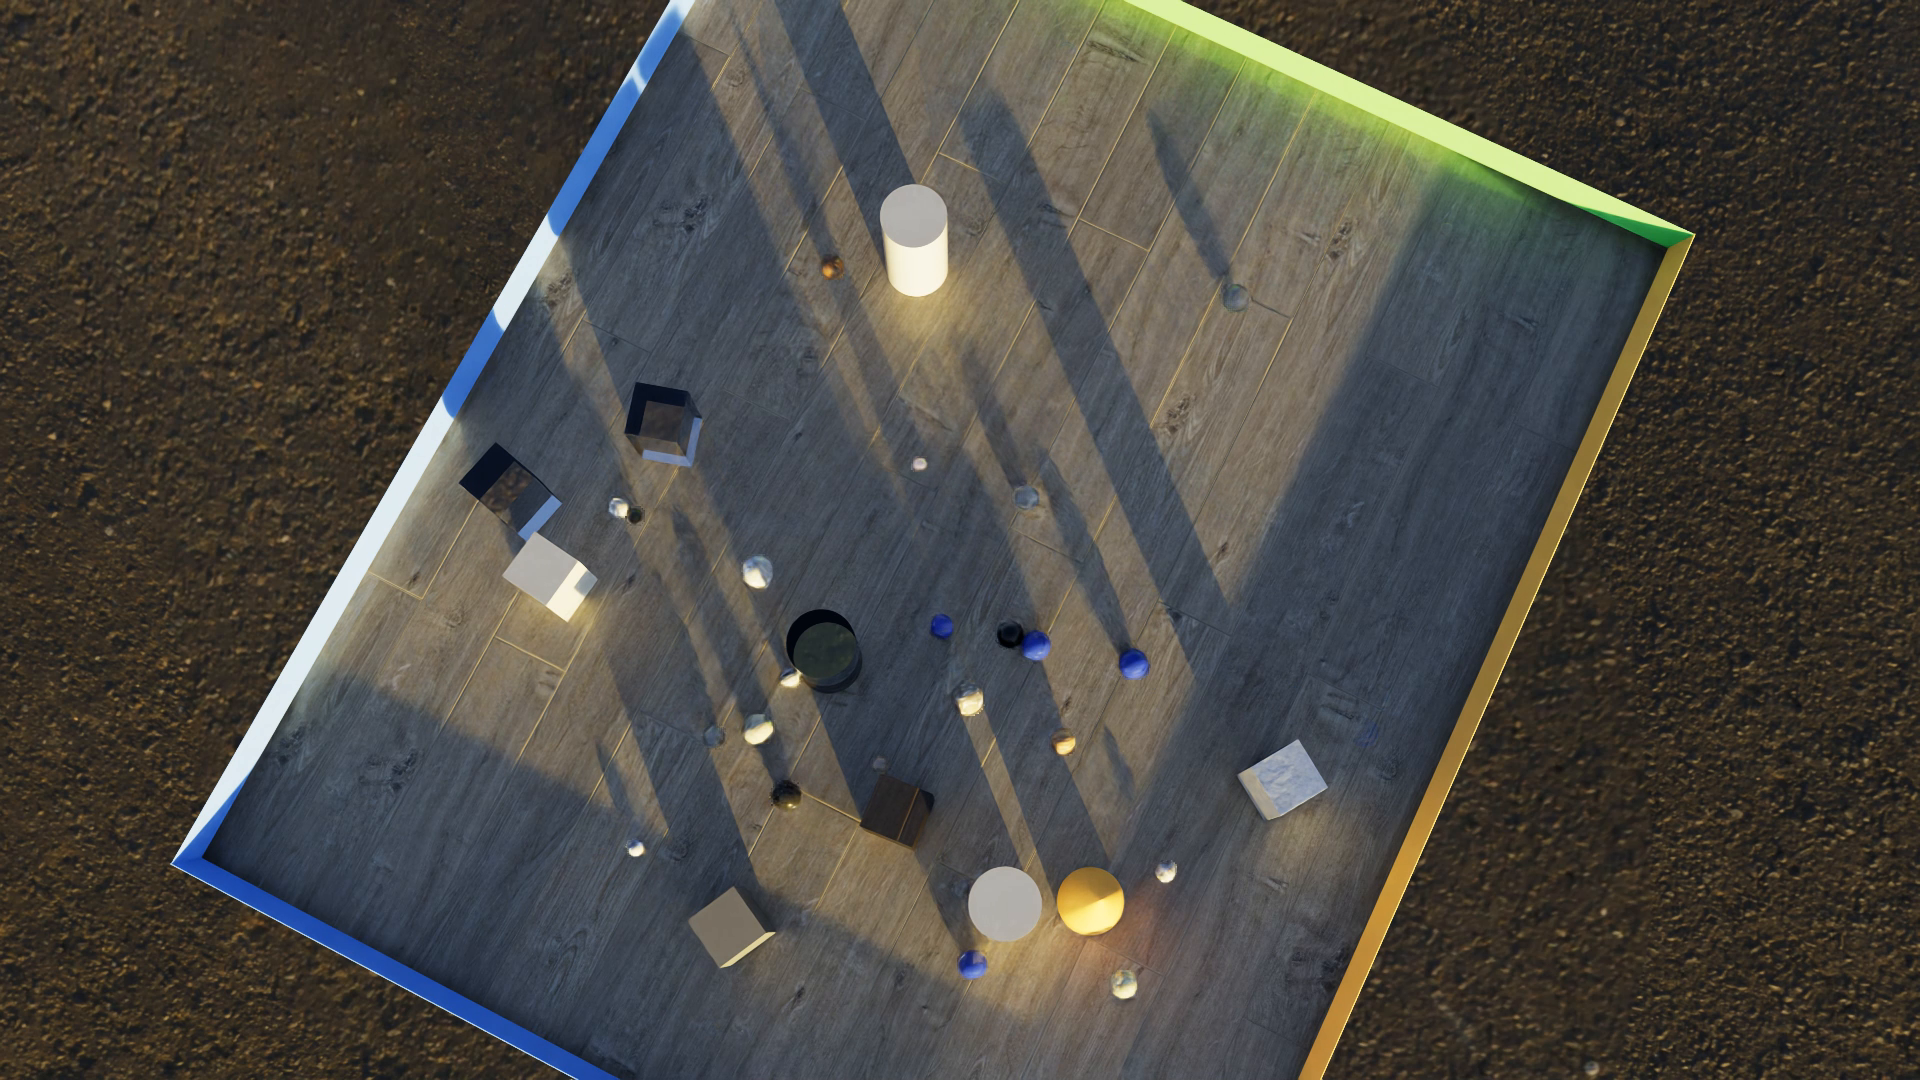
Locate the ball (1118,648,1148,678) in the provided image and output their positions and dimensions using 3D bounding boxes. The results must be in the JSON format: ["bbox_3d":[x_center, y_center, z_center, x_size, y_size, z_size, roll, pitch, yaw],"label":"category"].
[{"bbox_3d":[0.519,0.371,5.494,0.091,0.091,0.091,0,78,0],"label":"ball"}]

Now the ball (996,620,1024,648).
[{"bbox_3d":[0.150,0.284,5.516,0.083,0.083,0.083,0,78,0],"label":"ball"}]

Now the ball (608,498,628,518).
[{"bbox_3d":[-1.044,-0.099,5.607,0.060,0.060,0.060,0,78,0],"label":"ball"}]

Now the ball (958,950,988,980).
[{"bbox_3d":[0.037,1.232,5.319,0.084,0.084,0.084,0,78,0],"label":"ball"}]

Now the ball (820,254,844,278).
[{"bbox_3d":[-0.402,-0.860,5.757,0.074,0.074,0.074,0,78,0],"label":"ball"}]

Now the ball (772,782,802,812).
[{"bbox_3d":[-0.511,0.759,5.415,0.088,0.088,0.088,0,78,0],"label":"ball"}]

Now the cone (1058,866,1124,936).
[{"bbox_3d":[0.385,1.022,5.200,0.198,0.402,0.198,0,78,0],"label":"cone"}]

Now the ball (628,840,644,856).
[{"bbox_3d":[-0.956,0.909,5.405,0.046,0.046,0.046,0,78,0],"label":"ball"}]

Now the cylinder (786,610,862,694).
[{"bbox_3d":[-0.394,0.329,5.366,0.198,0.357,0.198,0,78,0],"label":"cylinder"}]

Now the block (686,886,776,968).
[{"bbox_3d":[-0.648,1.105,5.236,0.159,0.298,0.159,-36,81,-7],"label":"block"}]

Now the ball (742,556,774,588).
[{"bbox_3d":[-0.612,0.096,5.548,0.095,0.095,0.095,0,78,0],"label":"ball"}]

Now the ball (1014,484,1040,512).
[{"bbox_3d":[0.203,-0.128,5.602,0.080,0.080,0.080,0,78,0],"label":"ball"}]

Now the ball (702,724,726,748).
[{"bbox_3d":[-0.733,0.586,5.459,0.071,0.071,0.071,0,78,0],"label":"ball"}]

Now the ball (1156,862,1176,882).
[{"bbox_3d":[0.604,0.975,5.385,0.058,0.058,0.058,0,78,0],"label":"ball"}]

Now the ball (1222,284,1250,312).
[{"bbox_3d":[0.862,-0.754,5.728,0.088,0.088,0.088,0,78,0],"label":"ball"}]

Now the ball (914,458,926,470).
[{"bbox_3d":[-0.123,-0.234,5.644,0.041,0.041,0.041,0,78,0],"label":"ball"}]

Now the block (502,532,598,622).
[{"bbox_3d":[-1.215,0.112,5.445,0.159,0.291,0.159,33,80,6],"label":"block"}]

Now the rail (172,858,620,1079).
[{"bbox_3d":[-0.830,1.633,5.212,3.219,0.129,0.045,26,80,5],"label":"rail"}]

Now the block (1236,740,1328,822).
[{"bbox_3d":[0.933,0.700,5.327,0.159,0.283,0.159,-30,80,-6],"label":"block"}]

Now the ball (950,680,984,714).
[{"bbox_3d":[0.021,0.470,5.469,0.099,0.099,0.099,0,78,0],"label":"ball"}]

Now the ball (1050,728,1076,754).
[{"bbox_3d":[0.305,0.600,5.454,0.075,0.075,0.075,0,78,0],"label":"ball"}]

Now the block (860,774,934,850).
[{"bbox_3d":[-0.179,0.789,5.291,0.159,0.318,0.159,21,79,4],"label":"block"}]

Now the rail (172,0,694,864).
[{"bbox_3d":[-1.418,-0.688,5.692,0.045,0.129,3.761,26,80,5],"label":"rail"}]

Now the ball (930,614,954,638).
[{"bbox_3d":[-0.054,0.260,5.527,0.071,0.071,0.071,0,78,0],"label":"ball"}]

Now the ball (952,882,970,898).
[{"bbox_3d":[0.002,1.027,5.379,0.050,0.050,0.050,0,78,0],"label":"ball"}]

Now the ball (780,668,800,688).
[{"bbox_3d":[-0.512,0.412,5.500,0.060,0.060,0.060,0,78,0],"label":"ball"}]

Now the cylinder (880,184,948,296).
[{"bbox_3d":[-0.136,-0.908,5.587,0.198,0.426,0.198,0,78,0],"label":"cylinder"}]

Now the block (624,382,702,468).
[{"bbox_3d":[-0.892,-0.345,5.533,0.159,0.304,0.159,10,78,2],"label":"block"}]

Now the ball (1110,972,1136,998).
[{"bbox_3d":[0.475,1.290,5.311,0.075,0.075,0.075,0,78,0],"label":"ball"}]

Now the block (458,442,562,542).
[{"bbox_3d":[-1.335,-0.139,5.463,0.159,0.357,0.159,39,81,7],"label":"block"}]

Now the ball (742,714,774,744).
[{"bbox_3d":[-0.603,0.562,5.453,0.093,0.093,0.093,0,78,0],"label":"ball"}]

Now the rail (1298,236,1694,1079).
[{"bbox_3d":[1.418,0.701,5.405,0.045,0.129,3.761,26,80,5],"label":"rail"}]

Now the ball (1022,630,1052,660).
[{"bbox_3d":[0.229,0.316,5.506,0.089,0.089,0.089,0,78,0],"label":"ball"}]

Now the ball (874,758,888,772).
[{"bbox_3d":[-0.235,0.669,5.455,0.046,0.046,0.046,0,78,0],"label":"ball"}]

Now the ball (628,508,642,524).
[{"bbox_3d":[-0.994,-0.073,5.608,0.047,0.047,0.047,0,78,0],"label":"ball"}]

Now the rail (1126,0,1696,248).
[{"bbox_3d":[0.830,-1.619,5.885,3.219,0.129,0.045,26,80,5],"label":"rail"}]

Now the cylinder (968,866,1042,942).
[{"bbox_3d":[0.121,1.027,5.160,0.198,0.478,0.198,0,78,0],"label":"cylinder"}]
